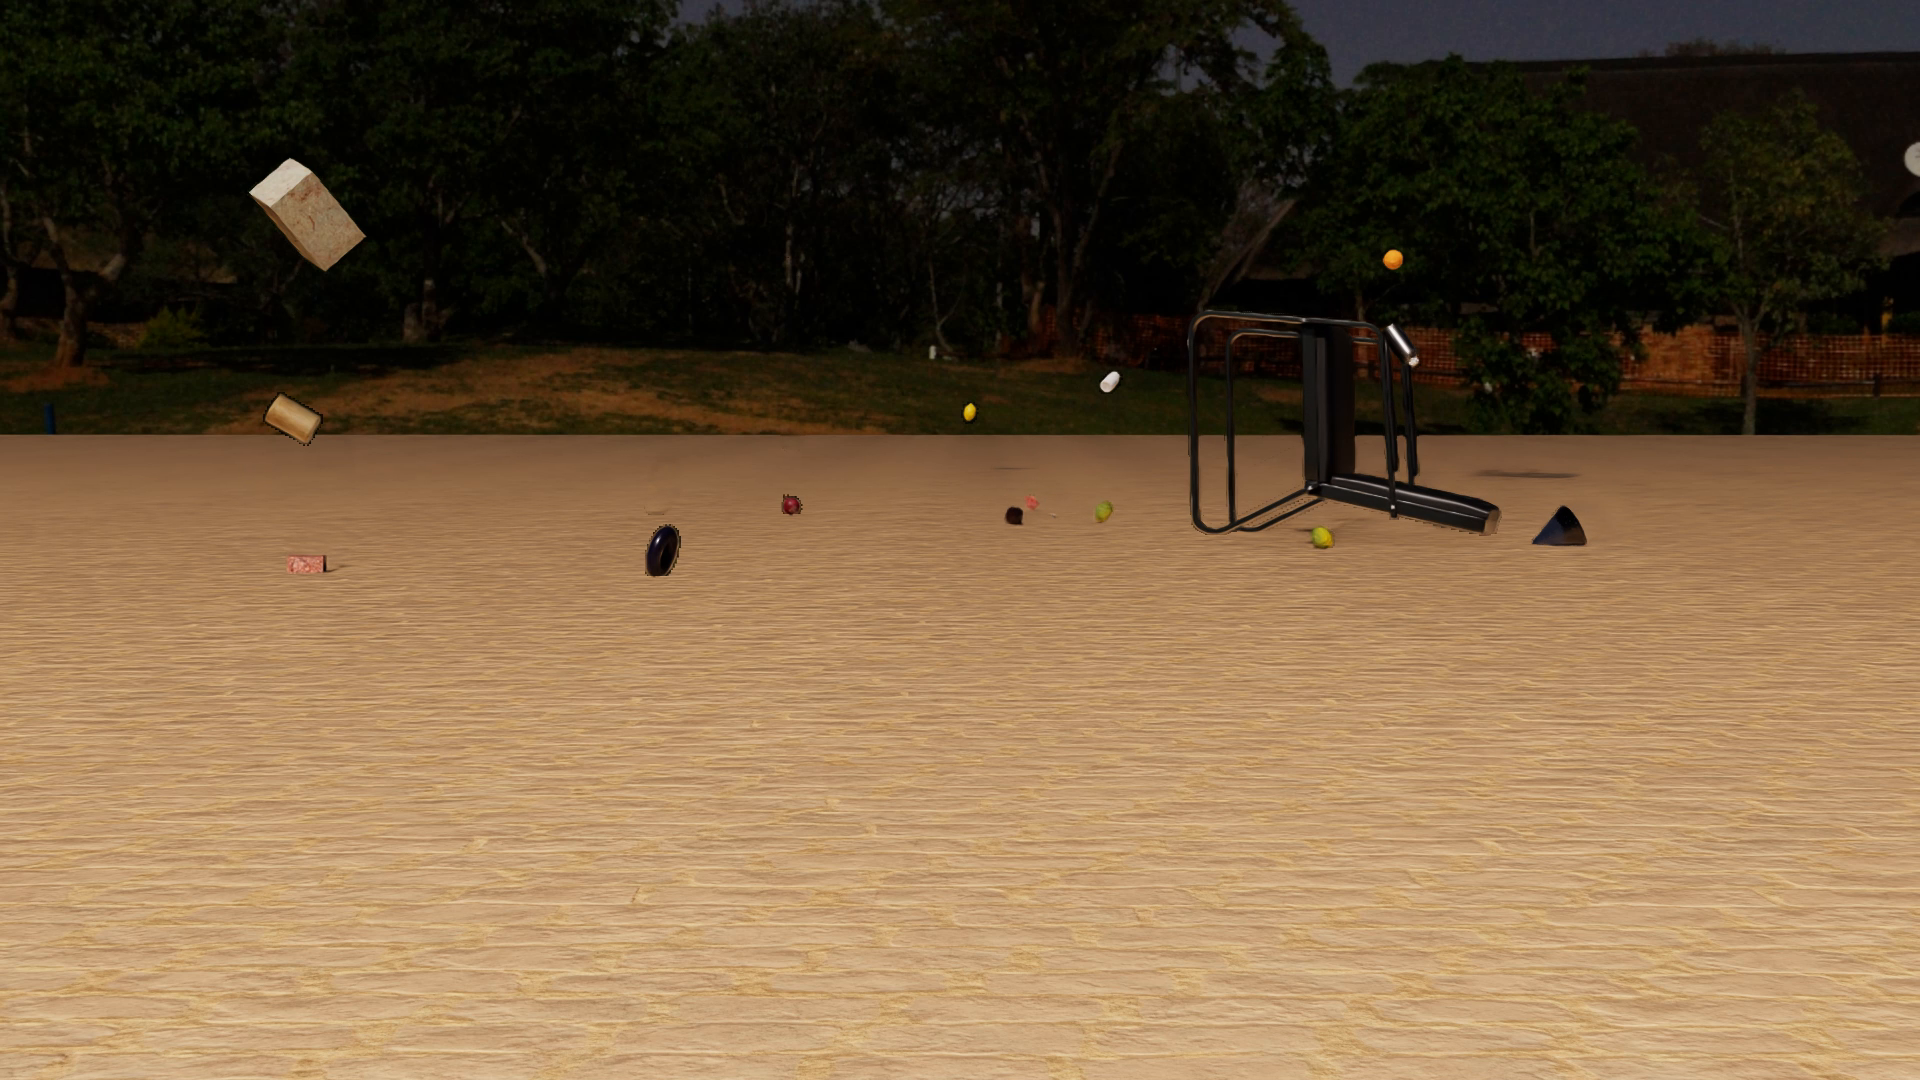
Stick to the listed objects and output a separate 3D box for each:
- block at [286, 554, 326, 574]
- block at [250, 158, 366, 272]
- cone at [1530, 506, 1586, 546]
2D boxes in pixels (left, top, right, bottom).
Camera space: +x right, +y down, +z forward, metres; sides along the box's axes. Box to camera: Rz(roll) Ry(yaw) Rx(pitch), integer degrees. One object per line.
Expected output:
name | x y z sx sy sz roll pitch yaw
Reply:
block | -1.600 0.059 5.387 0.085 0.040 0.064 -1 4 -9
block | -1.786 -0.891 6.021 0.148 0.240 0.171 -45 41 -13
cone | 1.699 -0.013 6.316 0.137 0.122 0.161 -25 19 -1
